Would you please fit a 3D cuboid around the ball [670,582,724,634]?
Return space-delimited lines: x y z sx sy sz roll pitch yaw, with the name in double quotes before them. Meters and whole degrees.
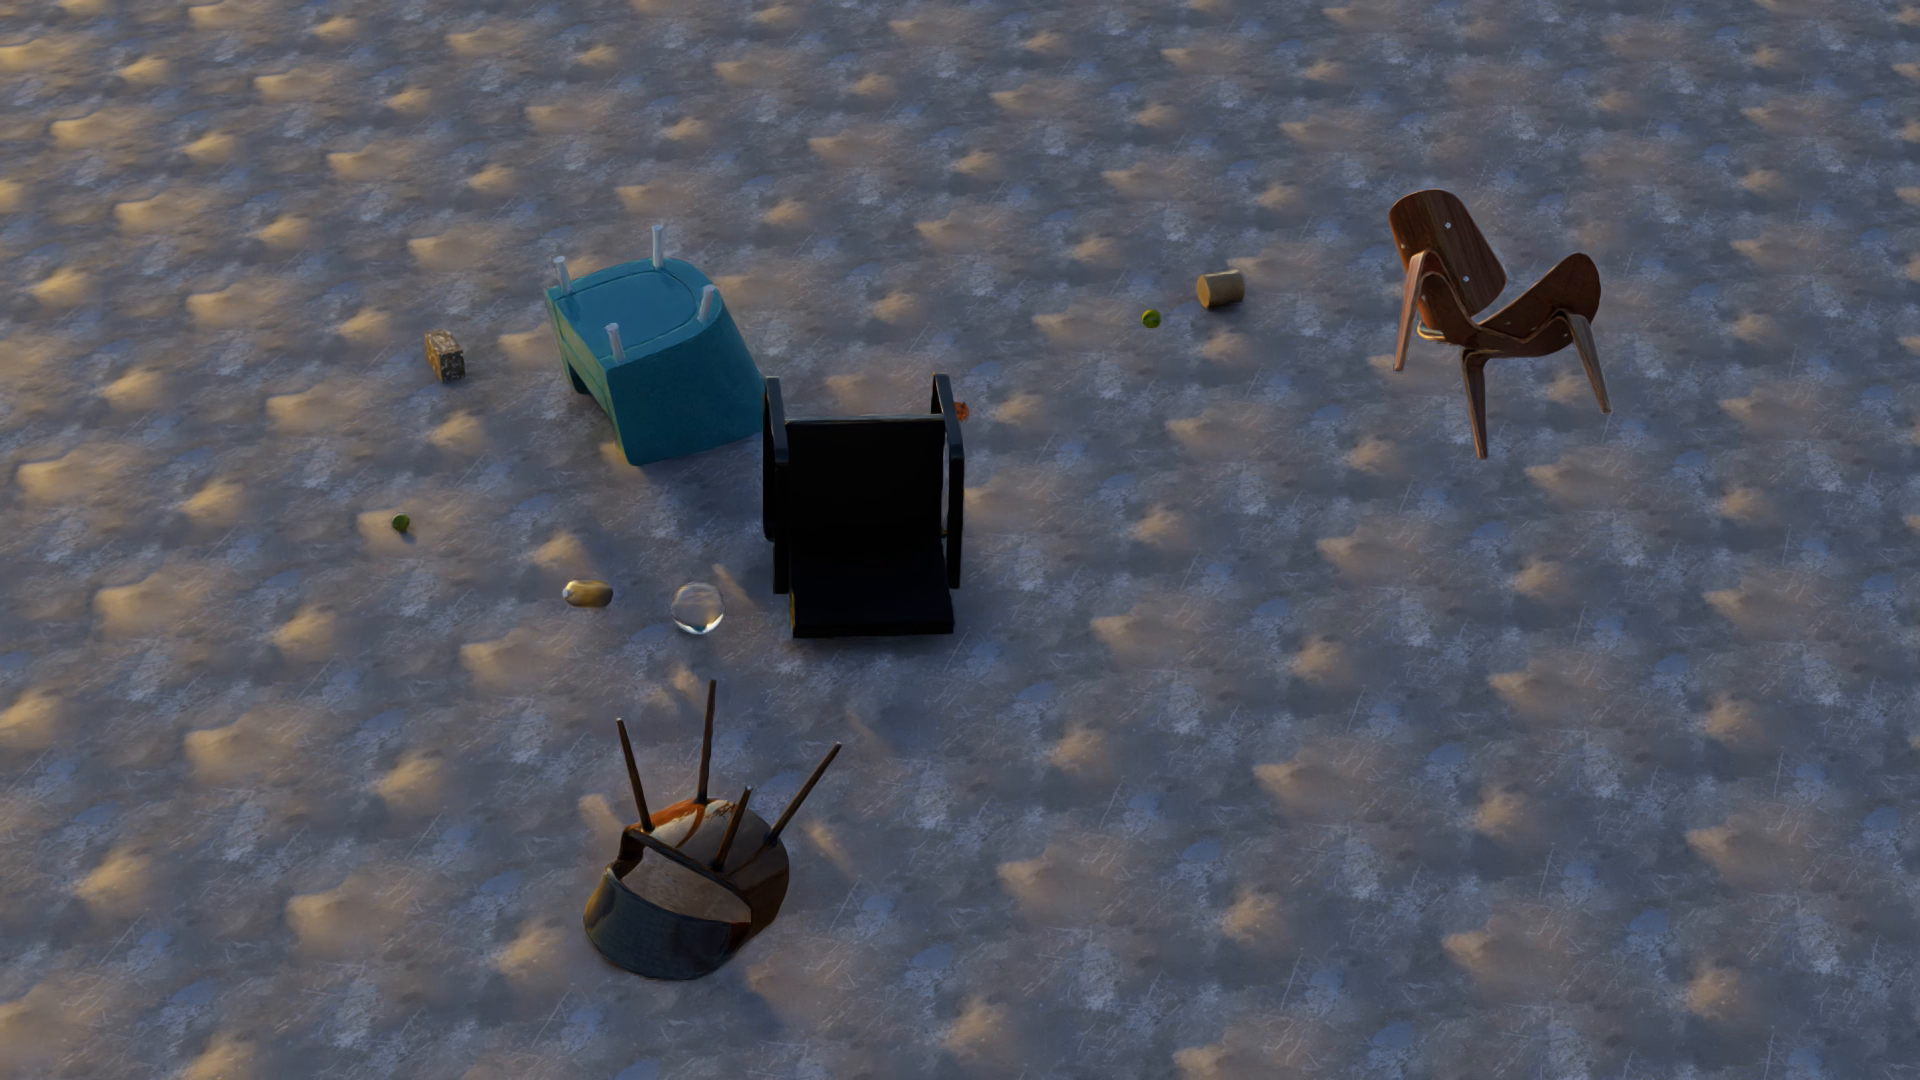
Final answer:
"ball" -0.931 0.241 10.407 0.188 0.188 0.188 0 33 0

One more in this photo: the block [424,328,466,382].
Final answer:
"block" -2.105 -0.758 11.978 0.099 0.127 0.209 -15 36 -21

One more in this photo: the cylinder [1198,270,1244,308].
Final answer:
"cylinder" 1.108 -1.065 12.438 0.159 0.135 0.137 -9 50 -15
